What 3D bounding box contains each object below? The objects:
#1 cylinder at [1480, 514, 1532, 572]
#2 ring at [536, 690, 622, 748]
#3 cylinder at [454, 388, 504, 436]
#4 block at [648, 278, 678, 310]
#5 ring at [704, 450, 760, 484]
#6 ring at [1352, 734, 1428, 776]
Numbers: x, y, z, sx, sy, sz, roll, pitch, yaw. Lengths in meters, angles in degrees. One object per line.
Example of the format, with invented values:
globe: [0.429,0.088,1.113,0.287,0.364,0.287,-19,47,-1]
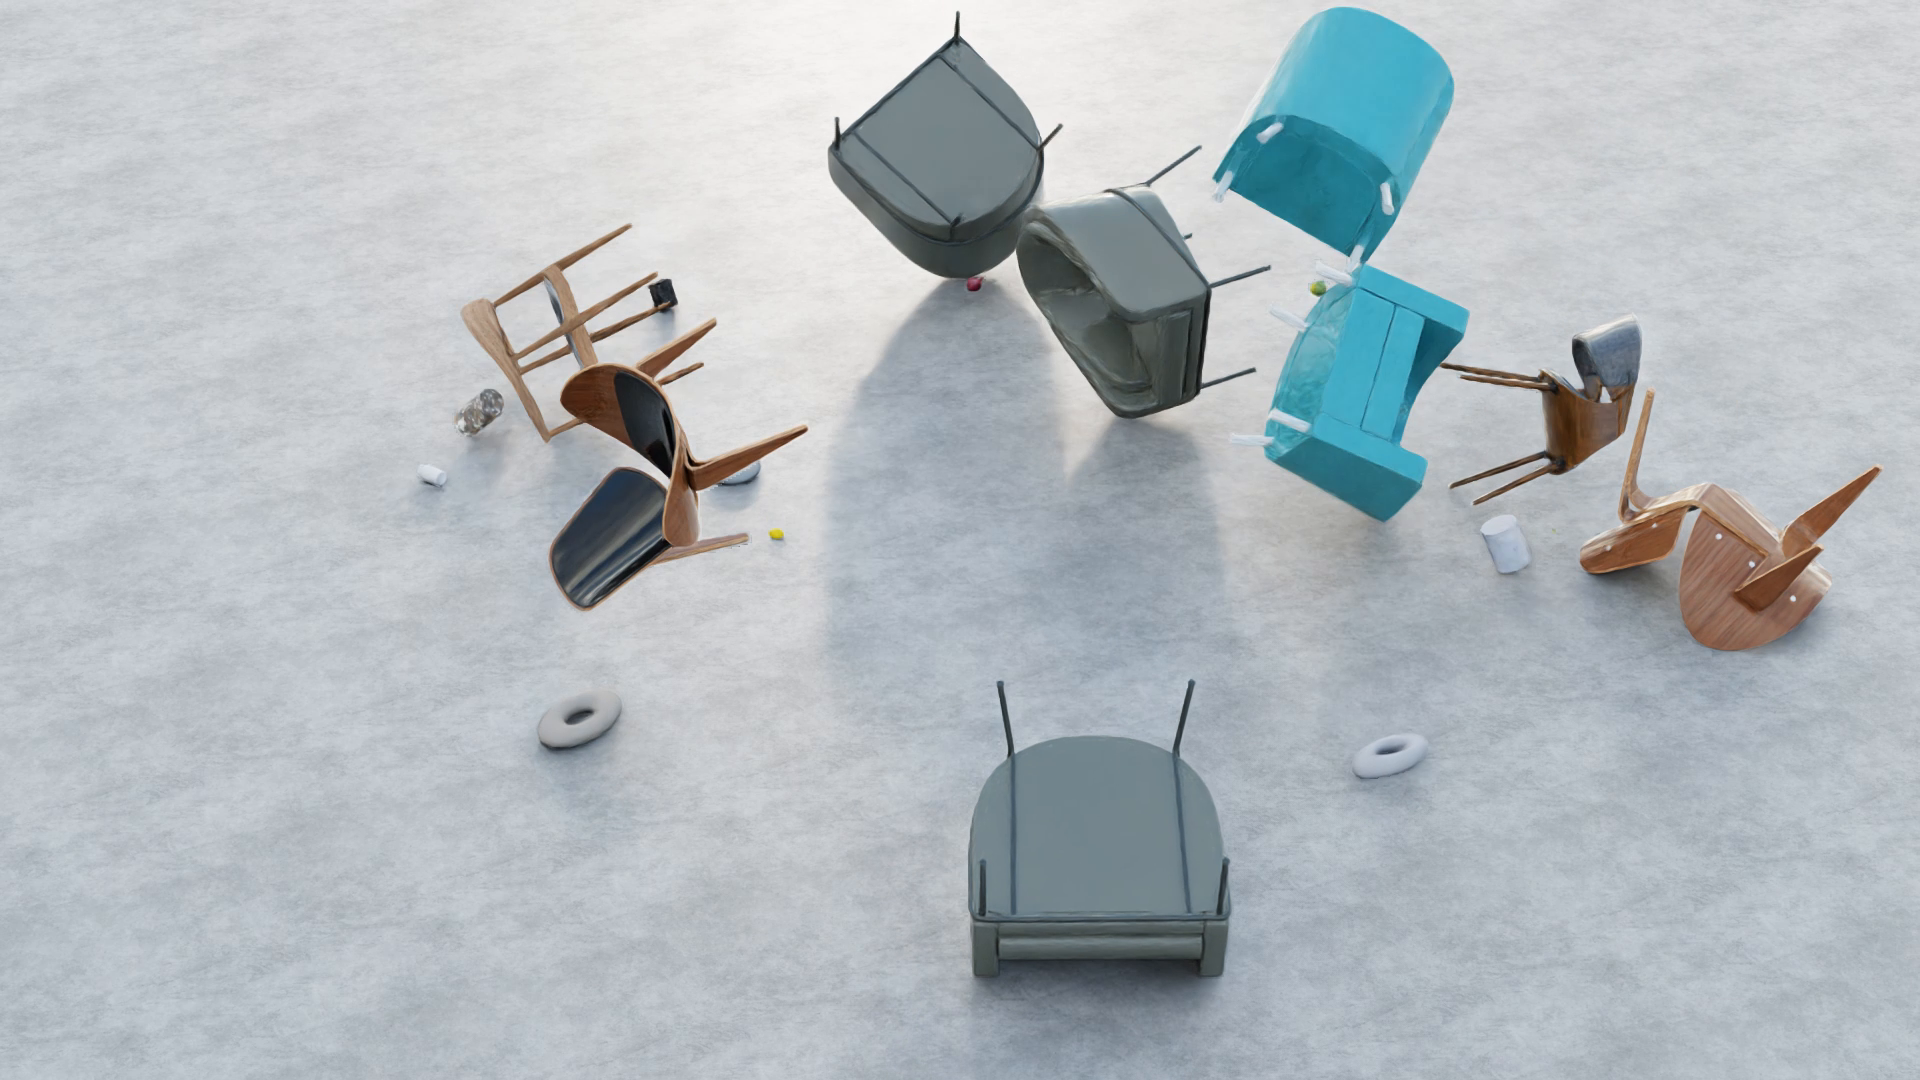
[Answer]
cylinder: [2.000,0.013,10.734,0.136,0.166,0.136,-40,25,-31]
ring: [-1.293,0.606,9.969,0.218,0.060,0.352,24,38,29]
cylinder: [-1.888,-0.502,11.520,0.172,0.113,0.134,-31,33,38]
block: [-1.255,-1.038,12.401,0.079,0.115,0.064,-26,16,-34]
ring: [-0.877,-0.281,11.328,0.219,0.048,0.212,-16,36,-21]
ring: [1.433,0.716,9.765,0.288,0.098,0.110,-15,47,-18]
